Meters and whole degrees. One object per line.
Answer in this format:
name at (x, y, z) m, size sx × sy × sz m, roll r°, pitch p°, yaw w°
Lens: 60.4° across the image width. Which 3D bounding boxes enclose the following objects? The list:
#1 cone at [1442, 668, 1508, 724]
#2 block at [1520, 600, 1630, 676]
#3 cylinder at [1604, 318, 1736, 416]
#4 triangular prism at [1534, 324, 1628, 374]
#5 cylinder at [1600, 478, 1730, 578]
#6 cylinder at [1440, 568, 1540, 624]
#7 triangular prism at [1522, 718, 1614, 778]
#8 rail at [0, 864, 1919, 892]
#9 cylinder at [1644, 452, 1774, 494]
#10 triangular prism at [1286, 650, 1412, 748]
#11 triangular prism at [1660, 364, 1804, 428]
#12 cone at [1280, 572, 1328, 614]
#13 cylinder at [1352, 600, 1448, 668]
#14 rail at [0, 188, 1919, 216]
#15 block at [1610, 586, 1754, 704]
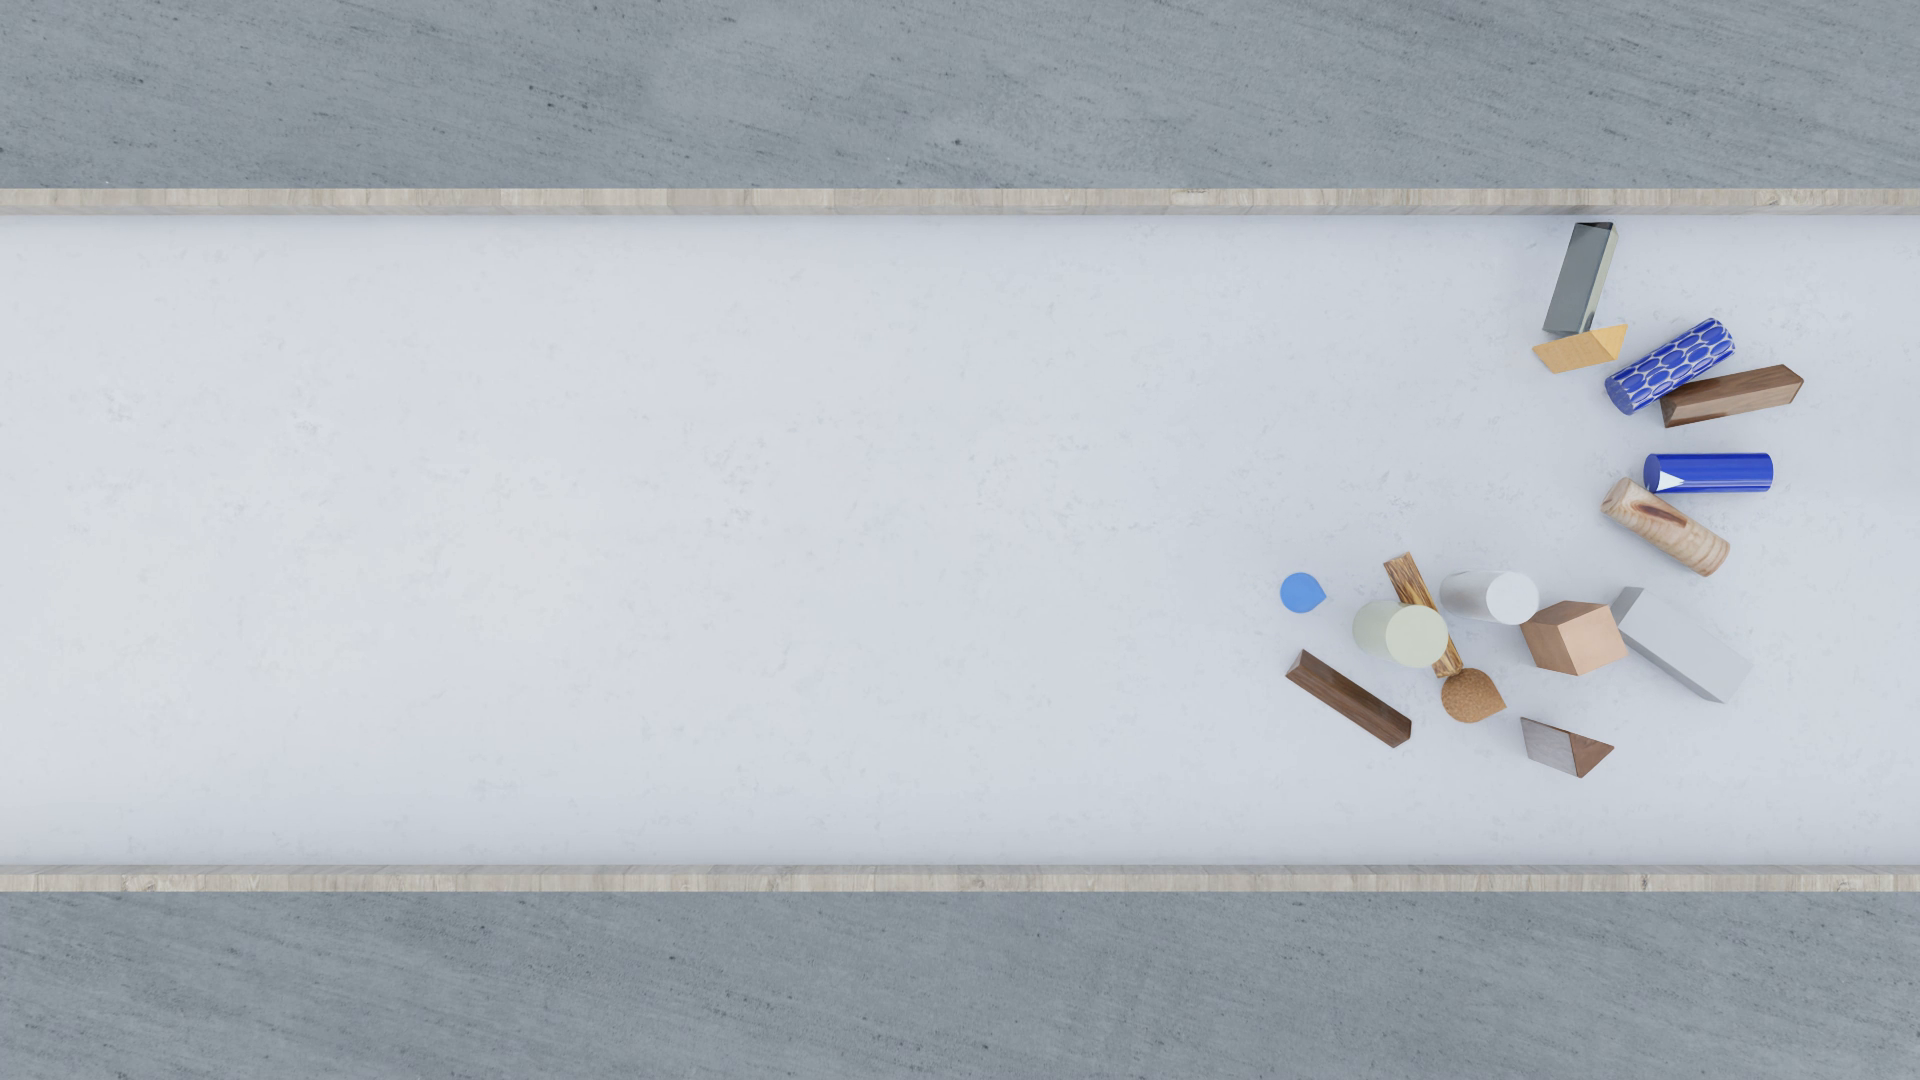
cone at (1.567, 0.479, 4.898) m, size 0.170 × 0.356 × 0.170 m, roll 0°, pitch 90°, yaw 0°
block at (1.818, 0.289, 4.907) m, size 0.158 × 0.340 × 0.158 m, roll -23°, pitch 90°, yaw 0°
cylinder at (2.155, -0.526, 5.009) m, size 0.356 × 0.134 × 0.134 m, roll -31°, pitch 90°, yaw 0°
triangular prism at (1.844, -0.581, 4.874) m, size 0.094 × 0.401 × 0.108 m, roll -42°, pitch 93°, yaw -3°
cylinder at (2.143, -0.039, 5.013) m, size 0.366 × 0.128 × 0.128 m, roll 33°, pitch 90°, yaw 0°
cylinder at (1.550, 0.163, 4.850) m, size 0.149 × 0.452 × 0.149 m, roll 0°, pitch 90°, yaw 0°
triangular prism at (1.764, 0.588, 4.870) m, size 0.132 × 0.413 × 0.114 m, roll -42°, pitch 90°, yaw 0°
rail at (-2.247, 1.025, 5.001) m, size 12.000 × 0.150 × 0.050 m, roll 0°, pitch 90°, yaw 0°
cylinder at (2.274, -0.204, 5.015) m, size 0.340 × 0.123 × 0.123 m, roll -1°, pitch 90°, yaw 0°
triangular prism at (1.194, 0.488, 5.031) m, size 0.402 × 0.087 × 0.100 m, roll 34°, pitch 90°, yaw 0°
triangular prism at (2.351, -0.442, 5.021) m, size 0.392 × 0.106 × 0.122 m, roll -11°, pitch 90°, yaw 0°
cone at (1.049, 0.163, 4.891) m, size 0.126 × 0.370 × 0.126 m, roll 0°, pitch 90°, yaw 0°
cylinder at (1.297, 0.274, 4.878) m, size 0.179 × 0.397 × 0.179 m, roll 0°, pitch 90°, yaw 0°
rail at (-2.247, -1.025, 5.002) m, size 12.000 × 0.150 × 0.050 m, roll 0°, pitch 90°, yaw 0°
block at (2.170, 0.318, 5.004) m, size 0.401 × 0.145 × 0.145 m, roll 35°, pitch 90°, yaw 0°
